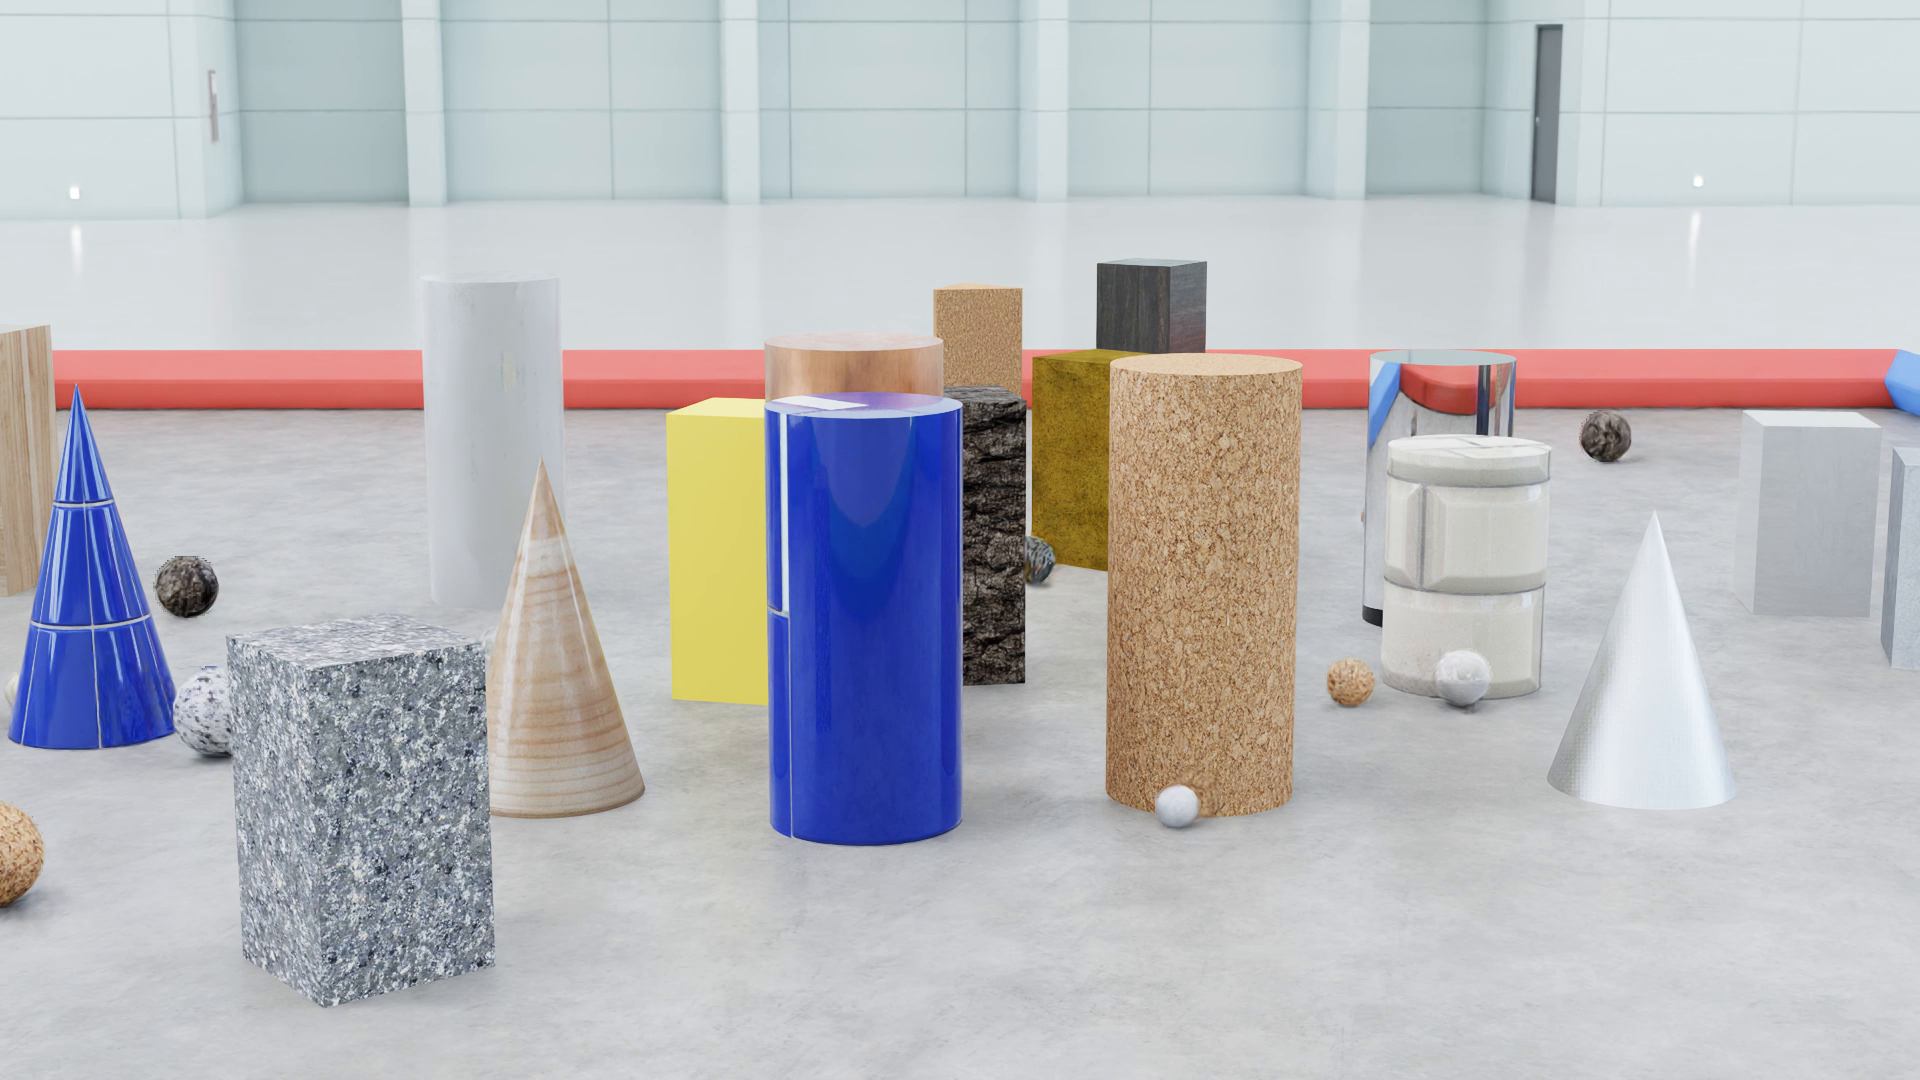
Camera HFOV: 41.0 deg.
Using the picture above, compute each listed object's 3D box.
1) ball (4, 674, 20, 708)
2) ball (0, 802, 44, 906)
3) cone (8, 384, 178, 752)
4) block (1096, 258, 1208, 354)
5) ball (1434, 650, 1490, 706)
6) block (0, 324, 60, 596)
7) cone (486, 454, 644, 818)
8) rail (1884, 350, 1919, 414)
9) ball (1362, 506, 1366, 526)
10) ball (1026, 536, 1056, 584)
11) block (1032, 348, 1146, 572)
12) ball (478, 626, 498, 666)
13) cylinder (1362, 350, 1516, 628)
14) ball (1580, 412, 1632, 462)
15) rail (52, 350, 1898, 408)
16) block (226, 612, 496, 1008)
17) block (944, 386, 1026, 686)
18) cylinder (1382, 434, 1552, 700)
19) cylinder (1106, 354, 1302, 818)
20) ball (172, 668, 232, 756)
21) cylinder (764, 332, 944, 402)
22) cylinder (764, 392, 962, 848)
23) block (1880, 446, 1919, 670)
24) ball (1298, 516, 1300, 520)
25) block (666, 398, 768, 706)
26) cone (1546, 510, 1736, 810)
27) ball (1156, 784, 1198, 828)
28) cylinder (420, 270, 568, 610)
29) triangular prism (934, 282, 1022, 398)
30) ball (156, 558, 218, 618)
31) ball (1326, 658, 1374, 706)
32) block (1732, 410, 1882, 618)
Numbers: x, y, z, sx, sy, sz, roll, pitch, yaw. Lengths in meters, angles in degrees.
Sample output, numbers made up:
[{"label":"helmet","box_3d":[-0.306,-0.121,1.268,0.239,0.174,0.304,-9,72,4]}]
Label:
[{"label":"ball","box_3d":[-1.059,0.173,2.909,0.045,0.045,0.045,0,11,0]},{"label":"ball","box_3d":[-0.847,0.274,2.233,0.093,0.093,0.093,0,11,0]},{"label":"cone","box_3d":[-0.953,0.019,2.801,0.188,0.386,0.188,0,11,0]},{"label":"block","box_3d":[0.355,-0.334,4.762,0.151,0.362,0.151,6,12,31]},{"label":"ball","box_3d":[0.572,0.157,2.926,0.064,0.064,0.064,0,11,0]},{"label":"block","box_3d":[-1.371,-0.115,3.590,0.151,0.361,0.151,2,11,12]},{"label":"cone","box_3d":[-0.413,0.085,2.562,0.188,0.345,0.188,0,11,0]},{"label":"rail","box_3d":[1.990,0.029,3.461,0.045,0.122,4.099,0,11,0]},{"label":"ball","box_3d":[0.653,-0.035,3.972,0.063,0.063,0.063,0,11,0]},{"label":"ball","box_3d":[0.100,0.029,3.621,0.067,0.067,0.067,0,11,0]},{"label":"block","box_3d":[0.212,-0.121,3.783,0.151,0.301,0.151,9,14,40]},{"label":"ball","box_3d":[-0.562,0.131,3.118,0.051,0.051,0.051,0,11,0]},{"label":"cylinder","box_3d":[0.628,-0.067,3.367,0.188,0.348,0.188,0,11,0]},{"label":"ball","box_3d":[1.190,-0.189,4.723,0.092,0.092,0.092,0,11,0]},{"label":"rail","box_3d":[-0.012,-0.340,5.441,4.028,0.122,0.045,0,11,0]},{"label":"block","box_3d":[-0.485,0.212,2.079,0.151,0.271,0.151,-8,14,-38]},{"label":"block","box_3d":[-0.011,-0.007,3.073,0.151,0.338,0.151,-2,11,-11]},{"label":"cylinder","box_3d":[0.597,0.029,3.030,0.188,0.283,0.188,0,11,0]},{"label":"cylinder","box_3d":[0.242,0.040,2.558,0.188,0.434,0.188,0,11,0]},{"label":"ball","box_3d":[-0.786,0.182,2.722,0.094,0.094,0.094,0,11,0]},{"label":"cylinder","box_3d":[-0.112,0.005,2.740,0.188,0.436,0.188,0,11,0]},{"label":"cylinder","box_3d":[-0.091,0.072,2.464,0.188,0.406,0.188,0,11,0]},{"label":"block","box_3d":[1.226,0.023,3.154,0.151,0.250,0.151,3,11,14]},{"label":"ball","box_3d":[0.483,-0.037,3.946,0.078,0.078,0.078,0,11,0]},{"label":"block","box_3d":[-0.241,0.011,2.992,0.151,0.332,0.151,3,11,15]},{"label":"cone","box_3d":[0.696,0.109,2.596,0.188,0.285,0.188,0,11,0]},{"label":"ball","box_3d":[0.210,0.256,2.472,0.041,0.041,0.041,0,11,0]},{"label":"cylinder","box_3d":[-0.636,-0.140,3.508,0.188,0.440,0.188,0,11,0]},{"label":"triangular prism","box_3d":[0.021,-0.313,4.764,0.163,0.319,0.141,-2,11,-10]},{"label":"ball","box_3d":[-1.025,0.063,3.403,0.080,0.080,0.080,0,11,0]},{"label":"ball","box_3d":[0.447,0.163,2.937,0.055,0.055,0.055,0,11,0]},{"label":"block","box_3d":[1.141,-0.038,3.465,0.151,0.254,0.151,1,11,6]}]
